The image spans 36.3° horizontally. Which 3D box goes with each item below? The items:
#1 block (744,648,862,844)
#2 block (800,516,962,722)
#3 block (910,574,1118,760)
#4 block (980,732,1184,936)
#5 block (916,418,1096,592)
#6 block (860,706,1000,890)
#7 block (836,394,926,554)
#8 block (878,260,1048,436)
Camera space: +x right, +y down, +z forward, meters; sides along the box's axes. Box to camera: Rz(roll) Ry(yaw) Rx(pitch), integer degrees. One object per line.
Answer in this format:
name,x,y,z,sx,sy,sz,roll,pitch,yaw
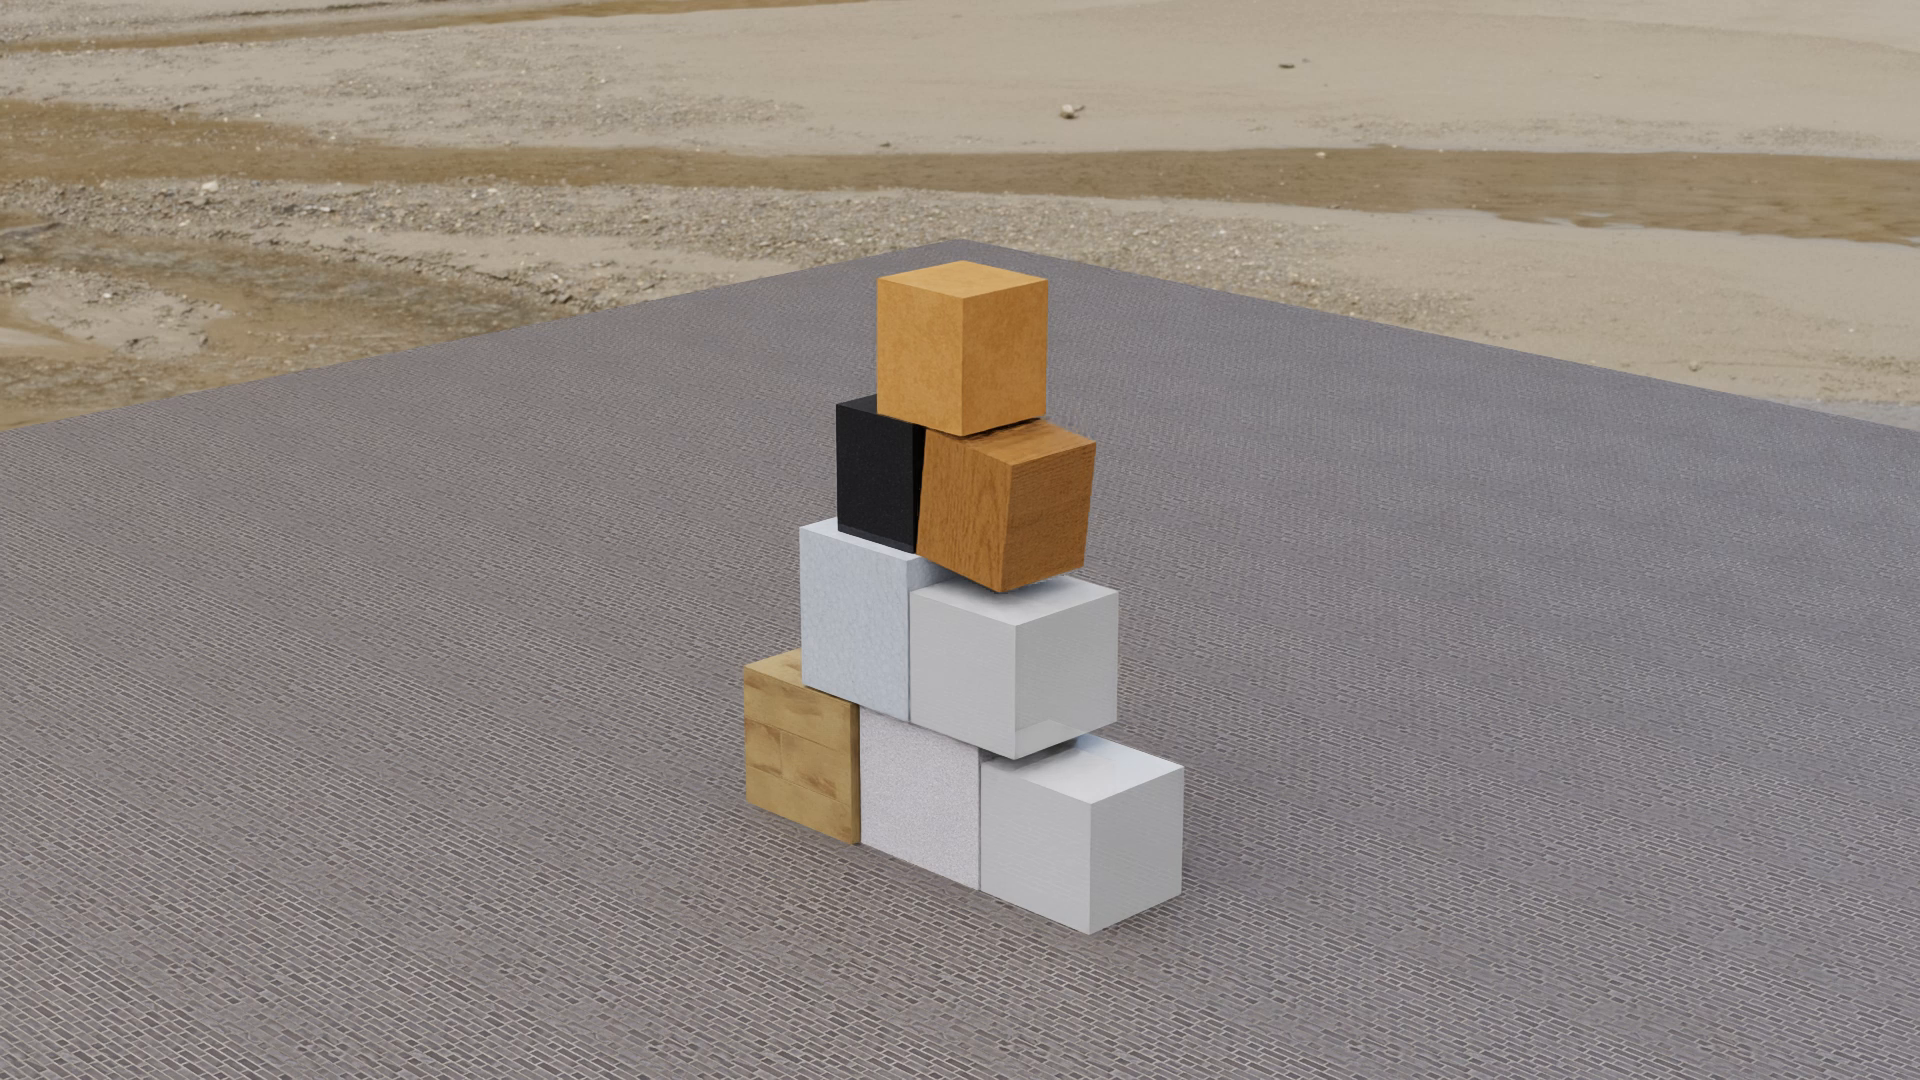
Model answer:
block,-0.530,0.945,14.166,0.696,0.703,0.751,-17,24,-42
block,-0.234,0.307,13.686,0.725,0.770,0.715,-17,24,-42
block,0.244,0.529,13.226,0.667,0.622,0.656,-17,24,-42
block,0.547,1.299,13.179,0.615,0.619,0.666,-17,24,-42
block,0.202,-0.186,13.068,0.534,0.598,0.535,-17,30,-42
block,0.038,1.095,13.663,0.653,0.719,0.774,-17,24,-42
block,-0.184,-0.338,13.446,0.575,0.605,0.501,-17,24,-42
block,0.010,-0.862,13.075,0.536,0.619,0.535,-17,25,-42
